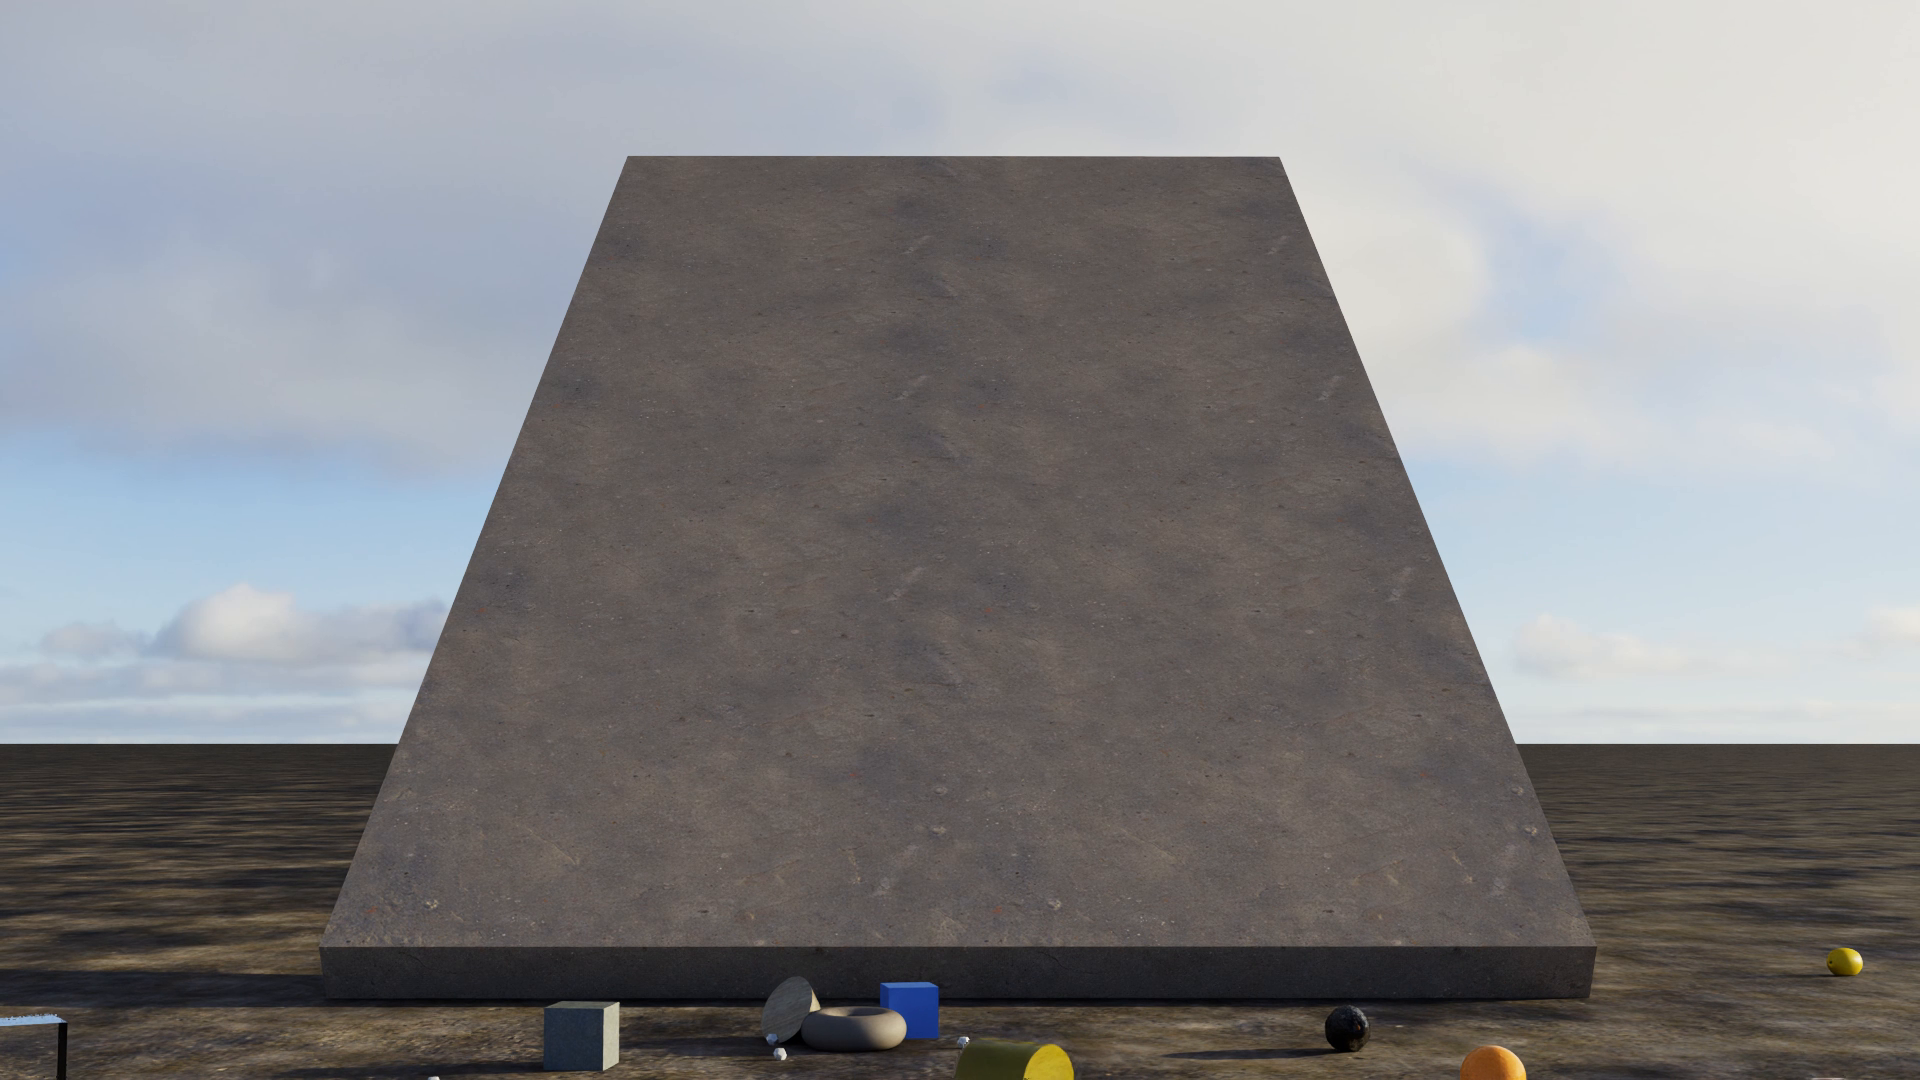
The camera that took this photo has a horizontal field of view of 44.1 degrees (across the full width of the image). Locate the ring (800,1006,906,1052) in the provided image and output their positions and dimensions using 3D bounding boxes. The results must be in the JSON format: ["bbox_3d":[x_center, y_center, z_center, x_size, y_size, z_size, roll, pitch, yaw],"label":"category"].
[{"bbox_3d":[-0.142,0.653,3.162,0.142,0.047,0.142,0,-3,0],"label":"ring"}]

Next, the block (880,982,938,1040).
[{"bbox_3d":[-0.070,0.651,3.282,0.069,0.069,0.069,1,-5,-12],"label":"block"}]

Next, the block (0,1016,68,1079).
[{"bbox_3d":[-1.095,0.603,2.770,0.081,0.081,0.081,3,-6,-32],"label":"block"}]

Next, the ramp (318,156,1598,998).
[{"bbox_3d":[-0.011,-0.227,5.514,2.000,0.100,4.000,0,27,0],"label":"ramp"}]

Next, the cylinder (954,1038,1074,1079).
[{"bbox_3d":[0.058,0.575,2.506,0.091,0.091,0.091,-4,-6,40],"label":"cylinder"}]

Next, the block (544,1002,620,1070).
[{"bbox_3d":[-0.475,0.623,2.979,0.076,0.076,0.076,-1,-5,6],"label":"block"}]

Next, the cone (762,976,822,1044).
[{"bbox_3d":[-0.204,0.661,3.245,0.096,0.096,0.096,-5,-34,47],"label":"cone"}]
